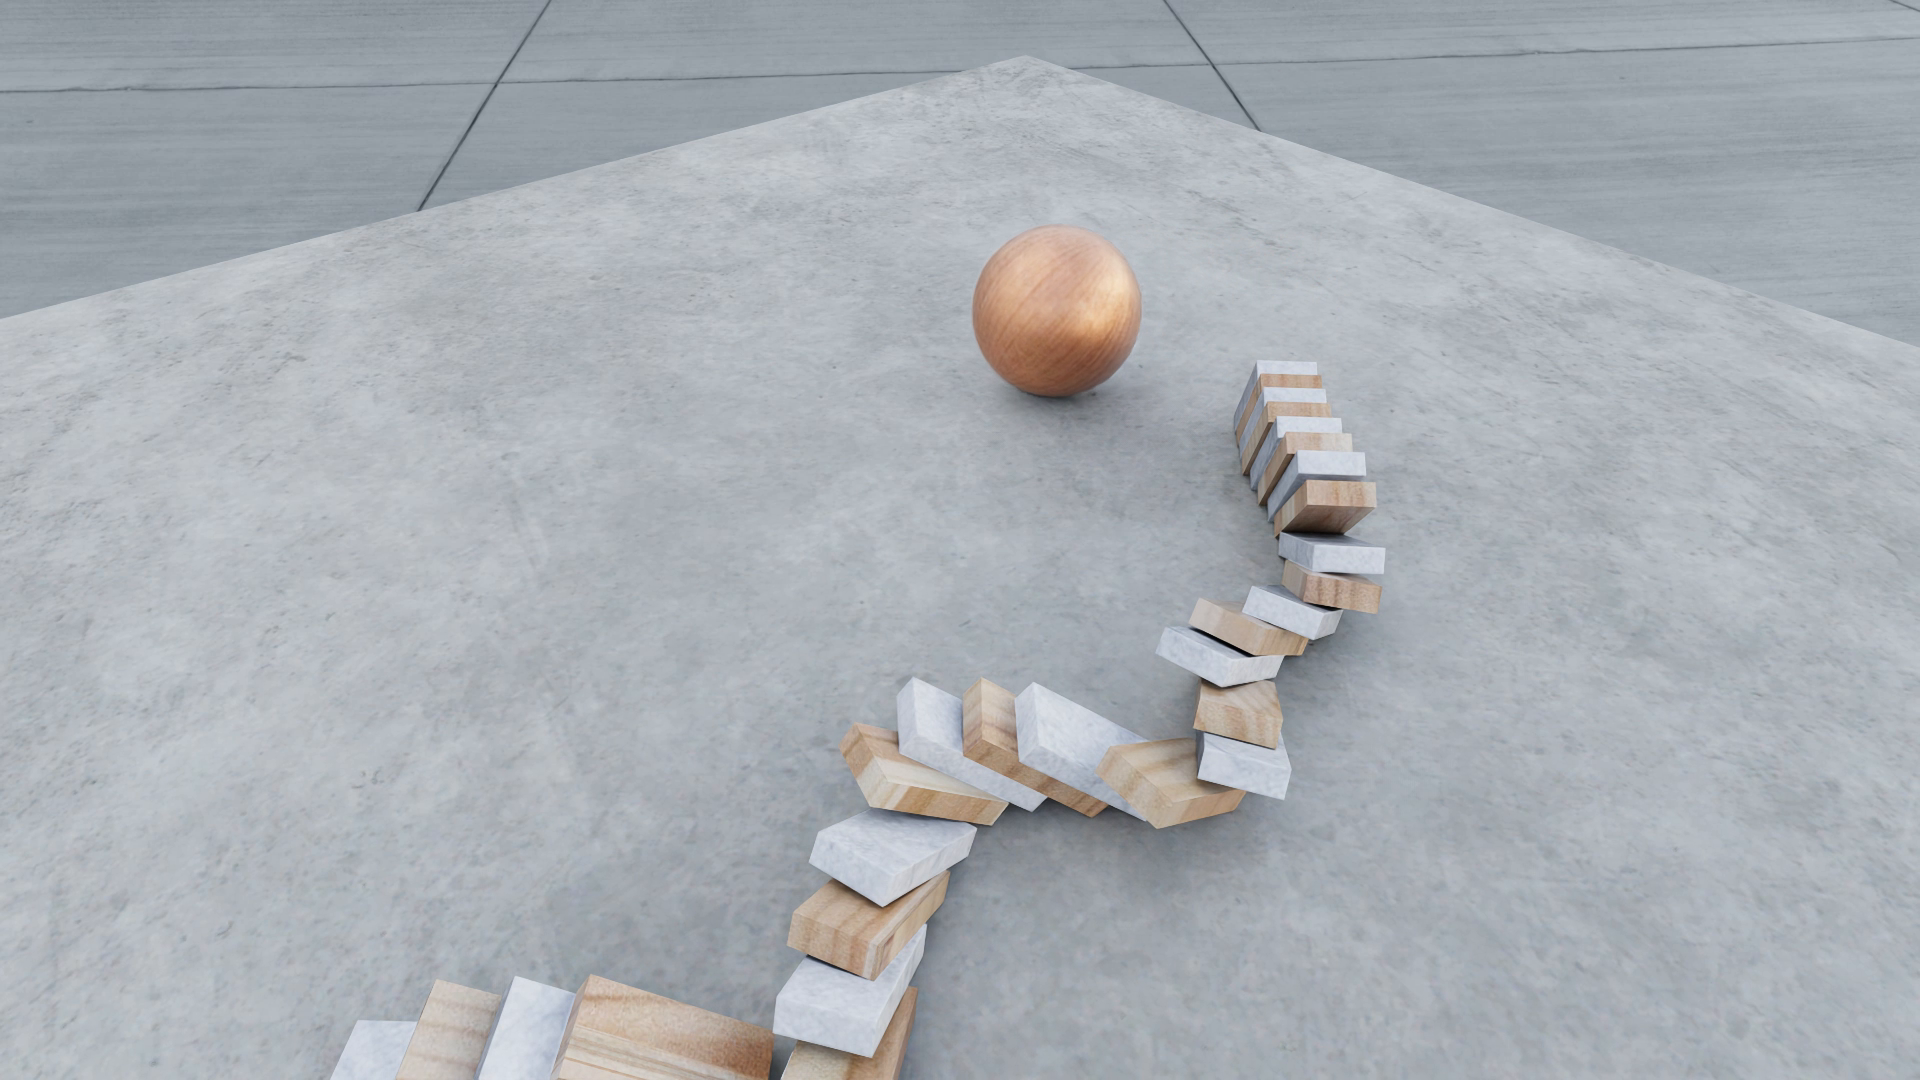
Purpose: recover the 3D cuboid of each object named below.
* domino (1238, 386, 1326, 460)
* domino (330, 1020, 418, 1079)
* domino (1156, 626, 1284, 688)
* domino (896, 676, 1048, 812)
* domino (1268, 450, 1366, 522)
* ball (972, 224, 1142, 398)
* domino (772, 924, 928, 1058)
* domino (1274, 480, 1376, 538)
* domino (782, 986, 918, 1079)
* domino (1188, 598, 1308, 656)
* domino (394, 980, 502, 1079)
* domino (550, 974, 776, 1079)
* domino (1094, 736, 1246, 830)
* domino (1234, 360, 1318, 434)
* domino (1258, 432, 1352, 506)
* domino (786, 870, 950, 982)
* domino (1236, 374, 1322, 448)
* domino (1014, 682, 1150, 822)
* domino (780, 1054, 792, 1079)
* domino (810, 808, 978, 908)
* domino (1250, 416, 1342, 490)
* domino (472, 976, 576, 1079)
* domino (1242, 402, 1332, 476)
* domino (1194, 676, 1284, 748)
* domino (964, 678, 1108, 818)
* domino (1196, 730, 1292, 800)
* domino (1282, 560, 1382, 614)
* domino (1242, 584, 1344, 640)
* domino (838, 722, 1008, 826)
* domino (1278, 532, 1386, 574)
[{"bbox_3d":[0.138,-0.049,0.472,0.025,0.050,0.009,2,68,3],"label":"domino"},{"bbox_3d":[-0.131,0.136,0.277,0.050,0.010,0.025,1,39,1],"label":"domino"},{"bbox_3d":[0.089,0.039,0.375,0.025,0.010,0.050,27,13,33],"label":"domino"},{"bbox_3d":[0.004,0.064,0.342,0.050,0.009,0.025,29,27,-23],"label":"domino"},{"bbox_3d":[0.141,-0.020,0.438,0.025,0.050,0.010,2,70,3],"label":"domino"},{"bbox_3d":[0.046,-0.108,0.519,0.080,0.080,0.080,0,39,0],"label":"ball"},{"bbox_3d":[-0.027,0.113,0.286,0.025,0.010,0.050,9,8,11],"label":"domino"},{"bbox_3d":[0.141,-0.011,0.428,0.025,0.050,0.009,2,76,3],"label":"domino"},{"bbox_3d":[-0.028,0.128,0.271,0.025,0.009,0.050,8,16,6],"label":"domino"},{"bbox_3d":[0.102,0.030,0.383,0.025,0.009,0.050,27,10,33],"label":"domino"},{"bbox_3d":[-0.109,0.128,0.269,0.050,0.010,0.025,24,36,-17],"label":"domino"},{"bbox_3d":[-0.072,0.127,0.268,0.050,0.010,0.025,26,35,-18],"label":"domino"},{"bbox_3d":[0.065,0.073,0.333,0.025,0.009,0.050,39,19,35],"label":"domino"},{"bbox_3d":[0.139,-0.062,0.489,0.025,0.050,0.009,2,68,3],"label":"domino"},{"bbox_3d":[0.139,-0.028,0.447,0.025,0.050,0.010,2,68,3],"label":"domino"},{"bbox_3d":[-0.024,0.100,0.301,0.025,0.010,0.050,15,10,18],"label":"domino"},{"bbox_3d":[0.139,-0.056,0.481,0.025,0.050,0.009,2,68,3],"label":"domino"},{"bbox_3d":[0.040,0.066,0.341,0.050,0.010,0.025,29,33,-23],"label":"domino"},{"bbox_3d":[-0.038,0.150,0.260,0.025,0.010,0.050,11,41,13],"label":"domino"},{"bbox_3d":[-0.018,0.088,0.316,0.025,0.010,0.050,22,11,25],"label":"domino"},{"bbox_3d":[0.138,-0.035,0.455,0.025,0.050,0.009,2,68,3],"label":"domino"},{"bbox_3d":[-0.090,0.127,0.268,0.050,0.010,0.025,26,35,-19],"label":"domino"},{"bbox_3d":[0.137,-0.042,0.464,0.025,0.050,0.009,2,68,3],"label":"domino"},{"bbox_3d":[0.090,0.053,0.357,0.025,0.010,0.050,13,8,12],"label":"domino"},{"bbox_3d":[0.024,0.065,0.342,0.050,0.010,0.025,30,33,-22],"label":"domino"},{"bbox_3d":[0.087,0.065,0.343,0.025,0.009,0.050,13,9,10],"label":"domino"},{"bbox_3d":[0.135,0.016,0.402,0.025,0.009,0.050,9,6,7],"label":"domino"},{"bbox_3d":[0.119,0.025,0.391,0.025,0.010,0.050,23,8,25],"label":"domino"},{"bbox_3d":[-0.011,0.071,0.333,0.050,0.010,0.025,22,21,-41],"label":"domino"},{"bbox_3d":[0.140,0.004,0.417,0.025,0.009,0.050,2,6,2],"label":"domino"}]
